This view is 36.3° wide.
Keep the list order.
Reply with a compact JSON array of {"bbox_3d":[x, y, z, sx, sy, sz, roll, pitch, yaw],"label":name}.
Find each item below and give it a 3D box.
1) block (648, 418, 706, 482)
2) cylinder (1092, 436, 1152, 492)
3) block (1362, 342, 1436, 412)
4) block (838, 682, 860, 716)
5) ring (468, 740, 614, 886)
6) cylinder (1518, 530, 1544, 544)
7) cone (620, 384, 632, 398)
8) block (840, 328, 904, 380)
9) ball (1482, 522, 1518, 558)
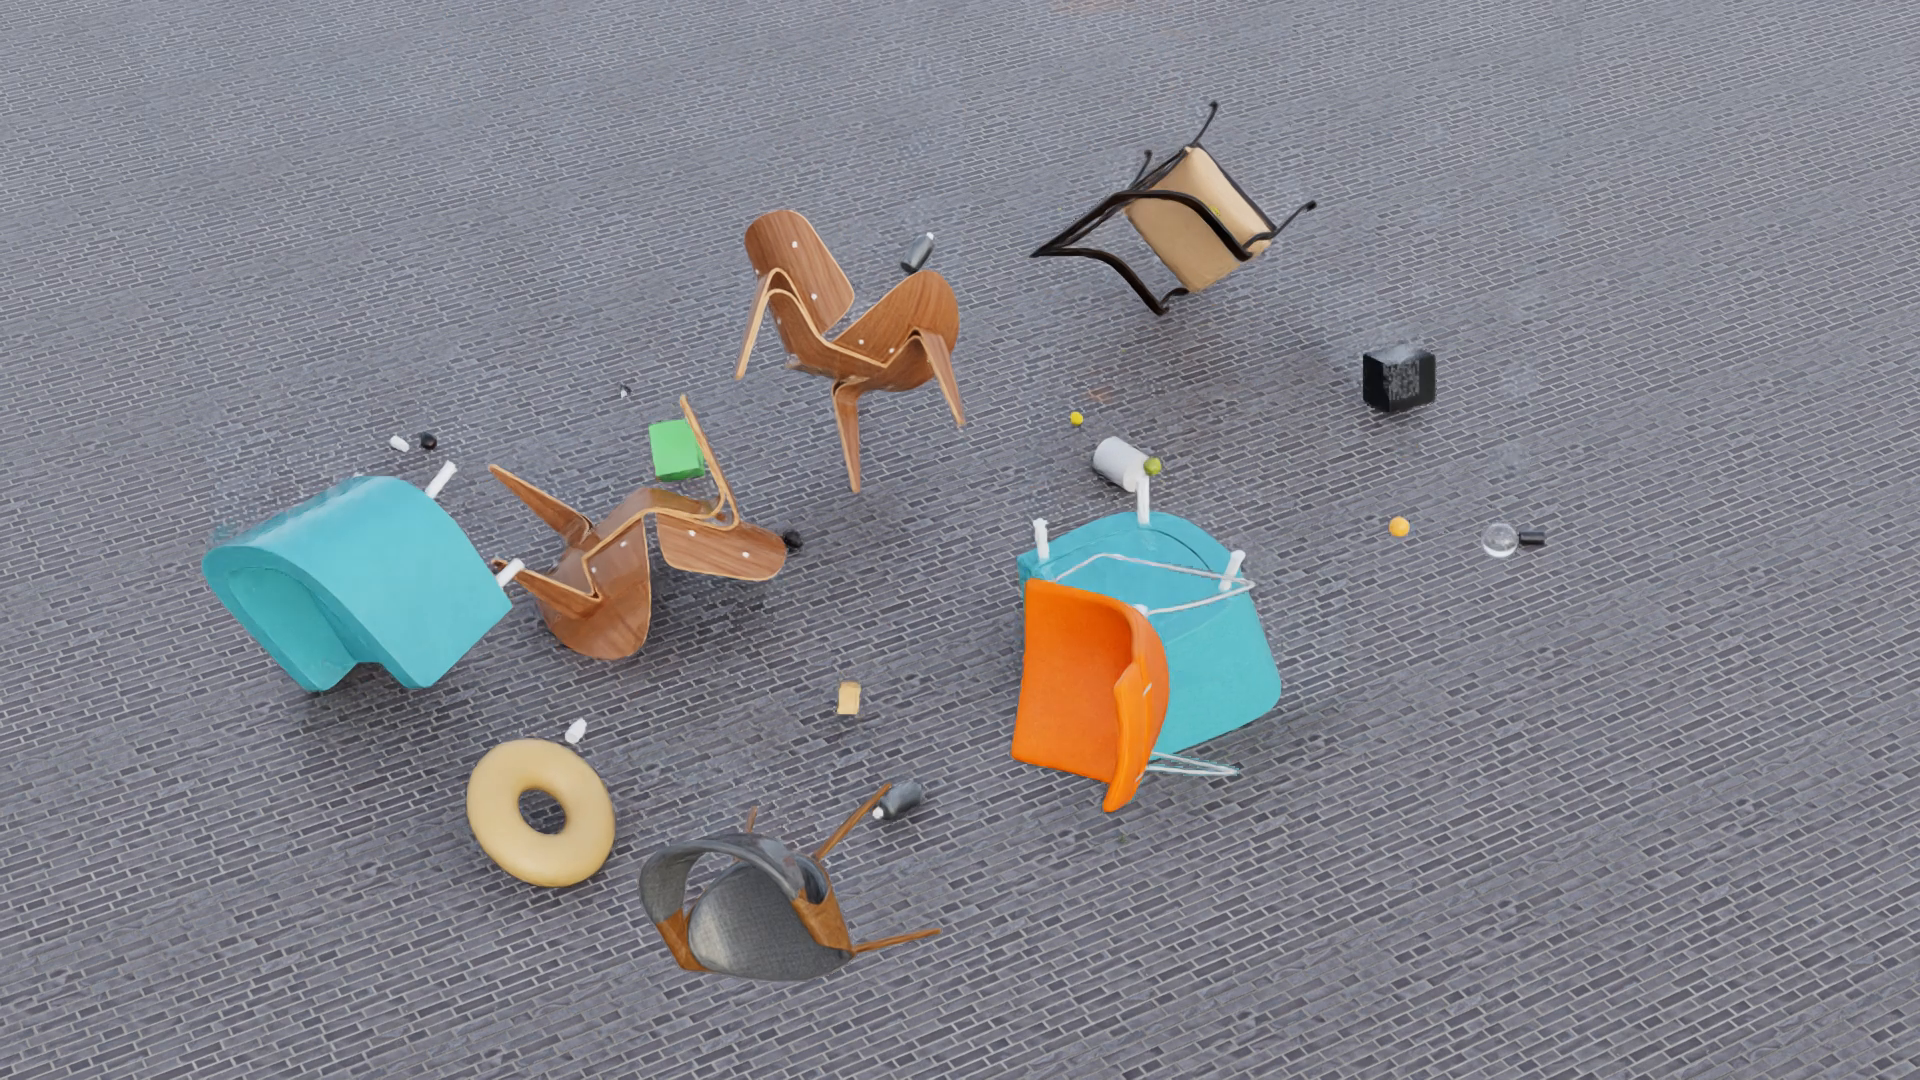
[{"bbox_3d":[-1.012,-0.321,10.484,0.158,0.106,0.188,-11,76,5],"label":"block"},{"bbox_3d":[0.624,-0.290,11.244,0.150,0.155,0.175,15,15,-48],"label":"cylinder"},{"bbox_3d":[1.752,-0.648,11.700,0.219,0.197,0.183,-14,26,-24],"label":"block"},{"bbox_3d":[-0.379,0.540,9.995,0.069,0.094,0.111,6,5,-3],"label":"block"},{"bbox_3d":[-1.330,0.864,9.329,0.506,0.125,0.522,4,56,-34],"label":"ring"},{"bbox_3d":[2.127,-0.011,10.917,0.087,0.049,0.057,1,21,2],"label":"cylinder"},{"bbox_3d":[-1.355,-0.592,11.817,0.050,0.068,0.047,14,72,25],"label":"cone"},{"bbox_3d":[-0.363,-0.759,11.983,0.209,0.111,0.153,26,37,34],"label":"block"},{"bbox_3d":[1.934,0.000,10.497,0.127,0.127,0.127,0,33,0],"label":"ball"}]
